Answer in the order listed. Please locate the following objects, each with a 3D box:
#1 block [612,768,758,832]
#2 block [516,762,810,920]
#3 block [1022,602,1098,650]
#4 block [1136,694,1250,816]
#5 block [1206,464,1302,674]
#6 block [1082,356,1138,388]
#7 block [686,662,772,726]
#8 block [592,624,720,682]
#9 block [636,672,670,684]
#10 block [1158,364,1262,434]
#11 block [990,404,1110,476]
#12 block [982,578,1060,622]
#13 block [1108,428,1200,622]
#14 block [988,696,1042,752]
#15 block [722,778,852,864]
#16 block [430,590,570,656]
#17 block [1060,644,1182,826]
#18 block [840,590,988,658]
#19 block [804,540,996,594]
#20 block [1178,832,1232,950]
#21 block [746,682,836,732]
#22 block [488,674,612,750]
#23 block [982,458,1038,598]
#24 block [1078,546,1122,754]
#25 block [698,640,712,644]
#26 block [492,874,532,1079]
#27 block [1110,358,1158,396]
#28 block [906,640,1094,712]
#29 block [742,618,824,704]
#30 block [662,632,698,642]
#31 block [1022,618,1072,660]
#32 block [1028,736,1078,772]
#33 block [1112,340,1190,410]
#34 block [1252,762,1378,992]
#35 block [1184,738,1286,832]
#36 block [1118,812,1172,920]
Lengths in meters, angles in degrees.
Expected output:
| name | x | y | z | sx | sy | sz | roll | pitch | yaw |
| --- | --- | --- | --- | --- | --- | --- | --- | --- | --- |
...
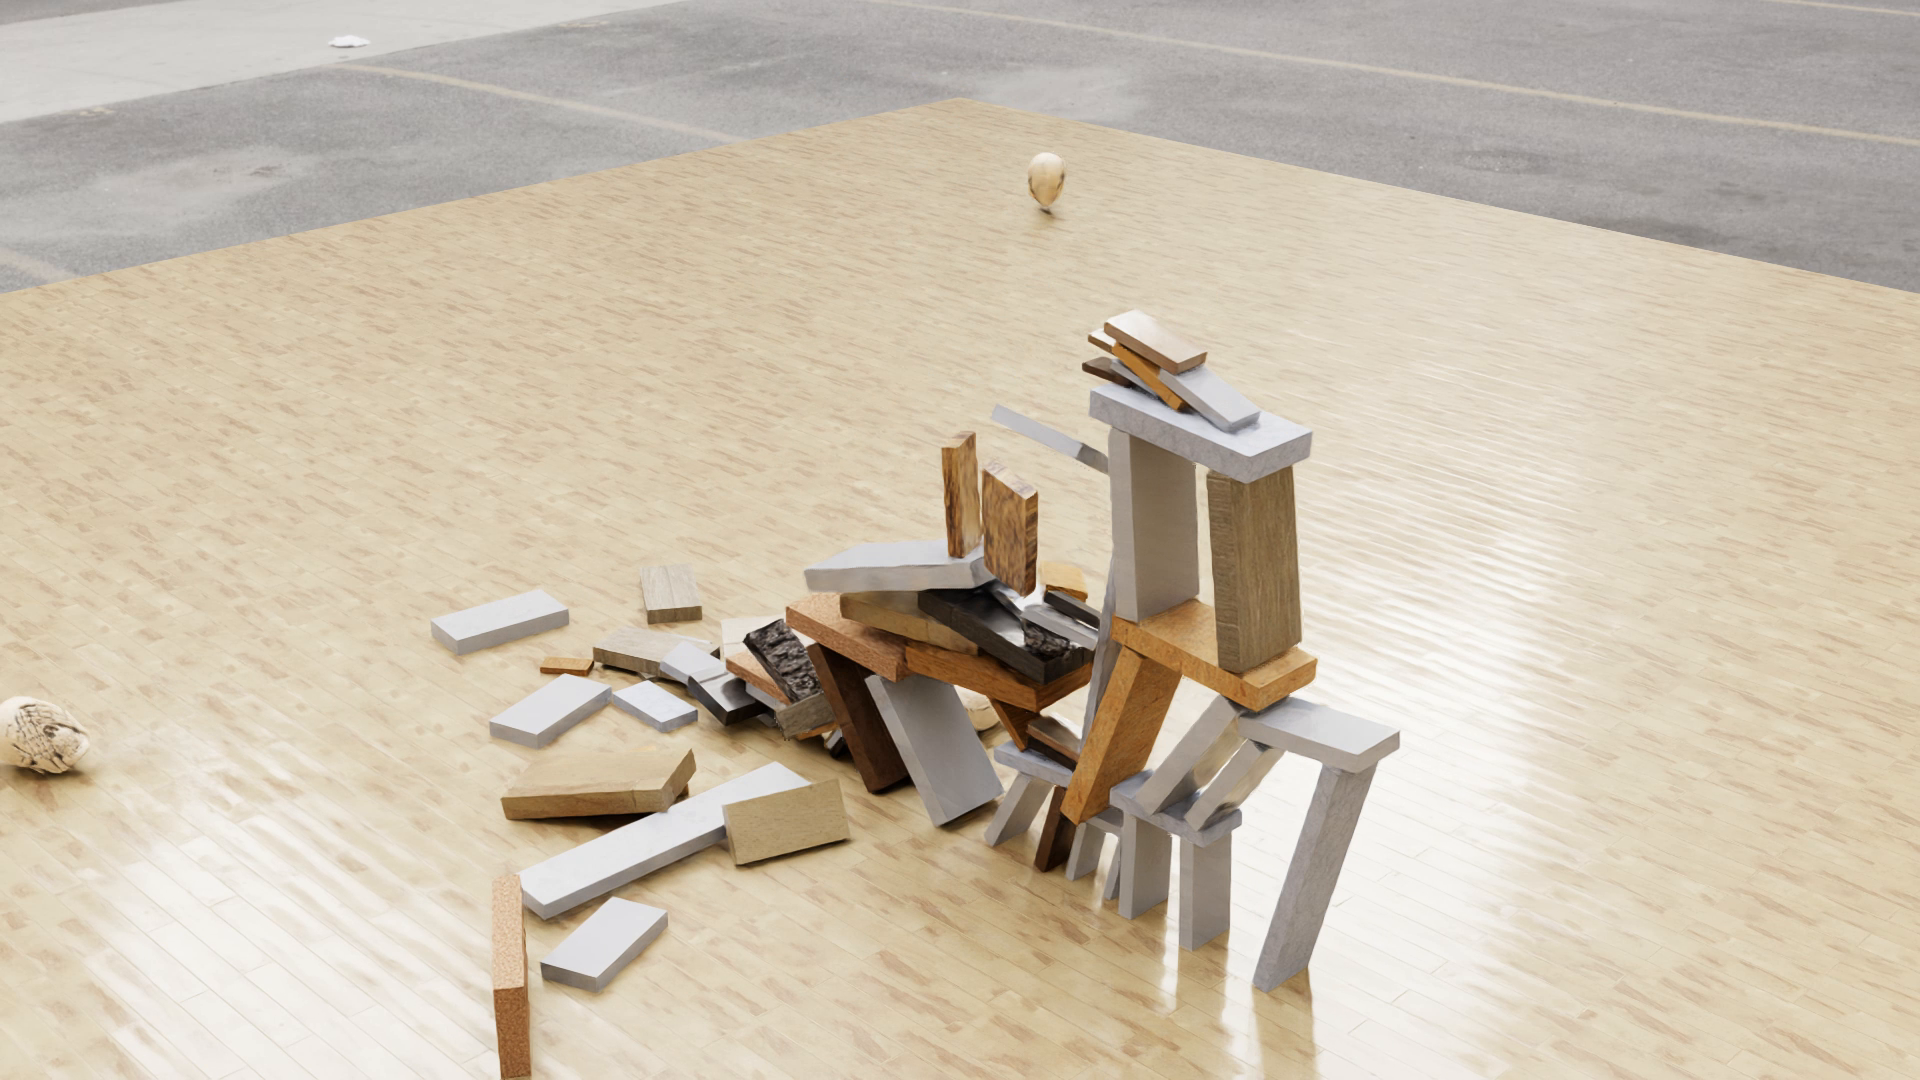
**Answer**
| name | x | y | z | sx | sy | sz | roll | pitch | yaw |
| --- | --- | --- | --- | --- | --- | --- | --- | --- | --- |
| block | -0.520 | 0.550 | 4.430 | 0.373 | 0.027 | 0.094 | -20 | 30 | -39 |
| block | -0.572 | 0.578 | 4.290 | 0.647 | 0.034 | 0.118 | -21 | 34 | -40 |
| block | 0.190 | 0.157 | 4.032 | 0.147 | 0.021 | 0.073 | 25 | 12 | 15 |
| block | 0.449 | 0.354 | 3.892 | 0.163 | 0.327 | 0.046 | -22 | 64 | -41 |
| block | 0.498 | 0.033 | 3.703 | 0.049 | 0.343 | 0.171 | 12 | 25 | 44 |
| block | 0.269 | -0.291 | 3.805 | 0.107 | 0.015 | 0.054 | 25 | 33 | 39 |
| block | -0.439 | 0.314 | 4.845 | 0.290 | 0.041 | 0.145 | -17 | 43 | -39 |
| block | -0.698 | 0.261 | 5.057 | 0.262 | 0.037 | 0.131 | 11 | 25 | 24 |
| block | -0.677 | 0.300 | 5.032 | 0.112 | 0.016 | 0.056 | -13 | 26 | -28 |
| block | 0.416 | -0.243 | 3.671 | 0.081 | 0.023 | 0.163 | -22 | 53 | -40 |
| block | 0.166 | -0.180 | 3.948 | 0.218 | 0.031 | 0.109 | 28 | 3 | 39 |
| block | 0.114 | 0.101 | 4.226 | 0.081 | 0.023 | 0.162 | -15 | 36 | -28 |
| block | 0.340 | -0.046 | 3.839 | 0.171 | 0.343 | 0.049 | -21 | 26 | -41 |
| block | 0.112 | 0.333 | 4.245 | 0.073 | 0.021 | 0.146 | -19 | 70 | -35 |
| block | -0.340 | 0.551 | 4.309 | 0.237 | 0.118 | 0.034 | -11 | -4 | -24 |
| block | -1.097 | 0.195 | 5.248 | 0.290 | 0.041 | 0.145 | -17 | 28 | -34 |
| block | 0.309 | 0.334 | 4.029 | 0.163 | 0.416 | 0.046 | -22 | 51 | -41 |
| block | -0.050 | 0.137 | 4.379 | 0.349 | 0.049 | 0.175 | 14 | 30 | 36 |
| block | -0.089 | 0.049 | 4.329 | 0.438 | 0.050 | 0.176 | -3 | 15 | 41 |
| block | 0.447 | 0.625 | 4.002 | 0.111 | 0.222 | 0.031 | -21 | 29 | -41 |
| block | -0.355 | 0.341 | 4.737 | 0.205 | 0.029 | 0.103 | 27 | 33 | 37 |
| block | -0.897 | 0.375 | 4.830 | 0.131 | 0.037 | 0.262 | 12 | 26 | 26 |
| block | 0.090 | -0.019 | 3.988 | 0.031 | 0.277 | 0.109 | -37 | 58 | -26 |
| block | 0.283 | 0.166 | 3.992 | 0.073 | 0.517 | 0.021 | -21 | 40 | -40 |
| block | -0.635 | 0.246 | 5.164 | 0.092 | 0.013 | 0.046 | 8 | 24 | 18 |
| block | -0.772 | 0.744 | 3.780 | 0.050 | 0.176 | 0.353 | -4 | 23 | -11 |
| block | 0.314 | -0.283 | 3.760 | 0.054 | 0.015 | 0.107 | -21 | 45 | -40 |
| block | 0.079 | 0.236 | 4.261 | 0.175 | 0.049 | 0.349 | -26 | 29 | -39 |
| block | -0.361 | 0.268 | 4.694 | 0.103 | 0.029 | 0.205 | -25 | 68 | -44 |
| block | -0.666 | 0.239 | 5.149 | 0.092 | 0.013 | 0.046 | 7 | 24 | 16 |
| block | 0.158 | 0.171 | 4.038 | 0.081 | 0.023 | 0.162 | 18 | 15 | -6 |
| block | 0.206 | 0.398 | 4.165 | 0.073 | 0.021 | 0.146 | -20 | 35 | -40 |
| block | 0.341 | -0.289 | 3.732 | 0.081 | 0.023 | 0.163 | -23 | 59 | -41 |
| block | 0.613 | 0.567 | 3.793 | 0.123 | 0.499 | 0.035 | -21 | 45 | -41 |
| block | 0.497 | 0.410 | 3.853 | 0.123 | 0.246 | 0.035 | -21 | 63 | -41 |
| block | 0.348 | 0.586 | 4.094 | 0.031 | 0.222 | 0.111 | 22 | 32 | 39 |
